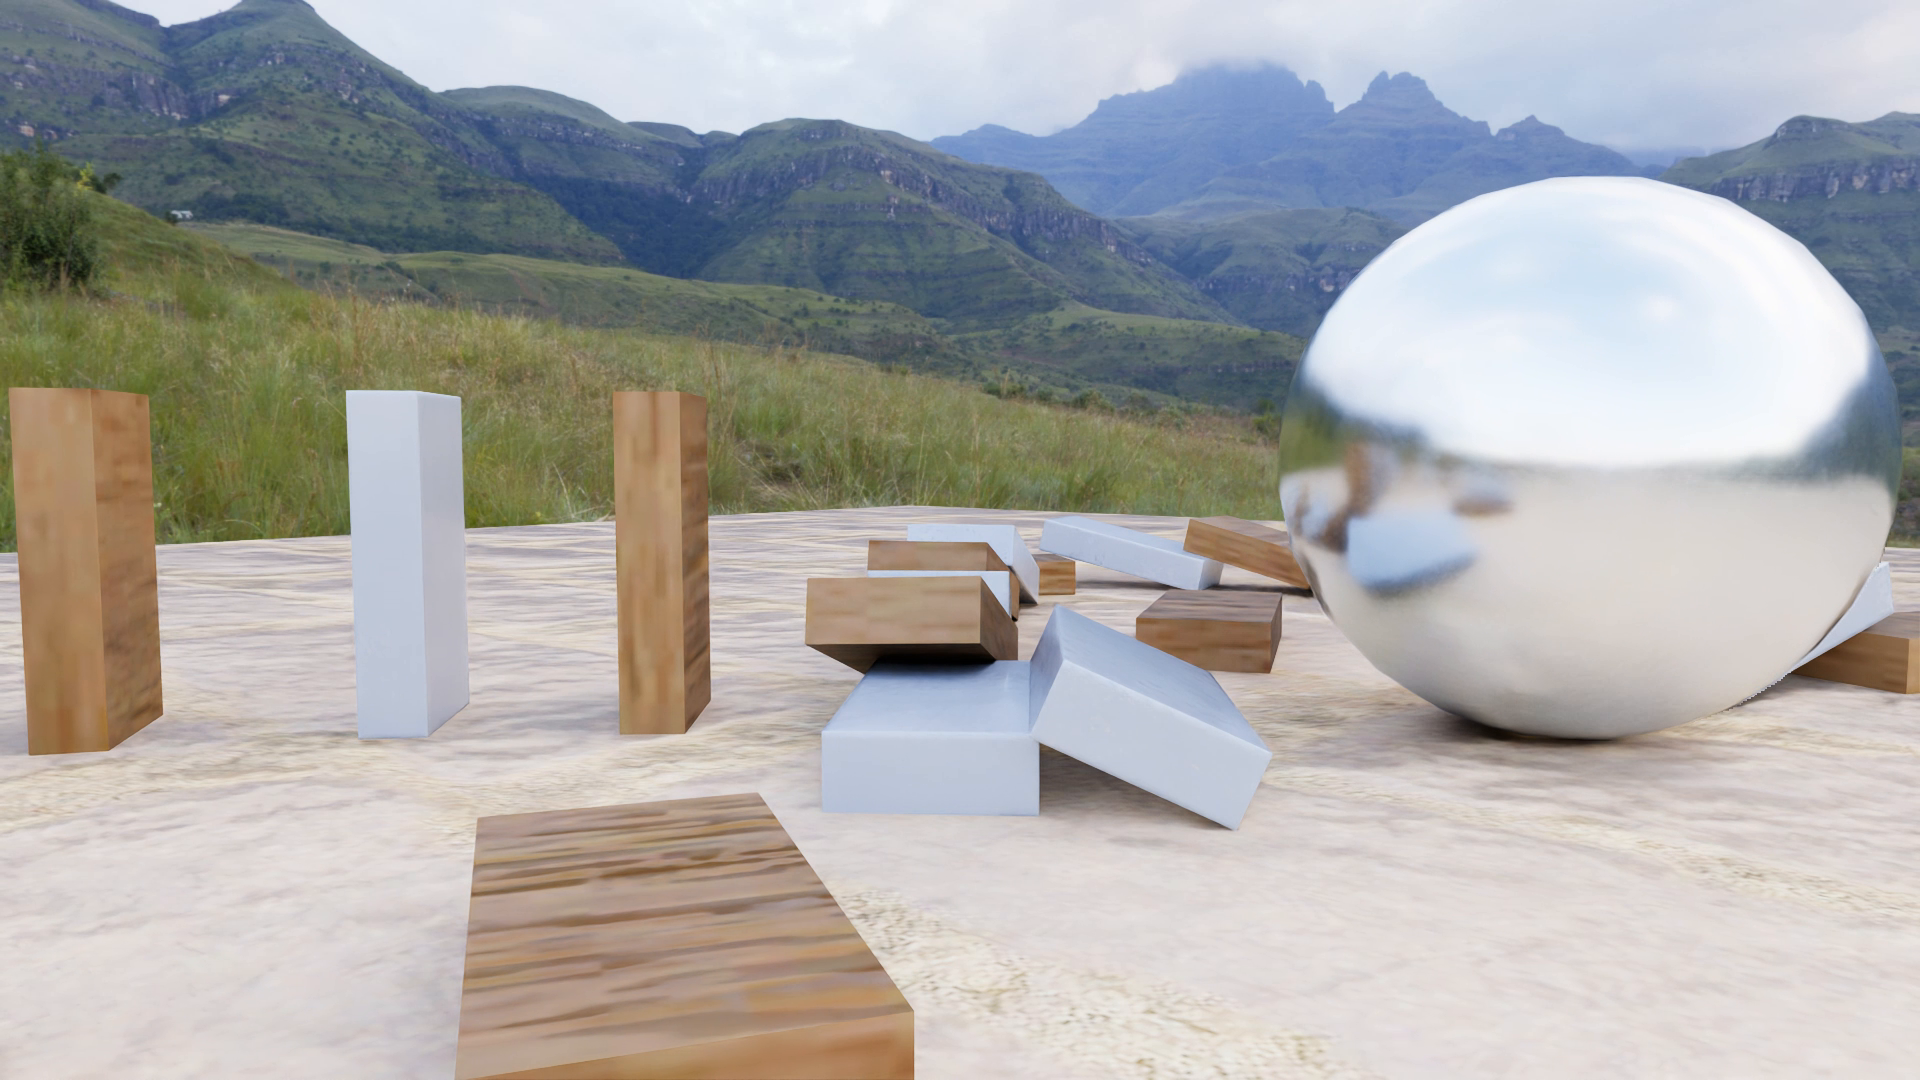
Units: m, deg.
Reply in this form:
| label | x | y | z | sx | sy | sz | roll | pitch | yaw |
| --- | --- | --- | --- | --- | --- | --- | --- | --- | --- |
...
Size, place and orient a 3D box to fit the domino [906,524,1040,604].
| label | x | y | z | sx | sy | sz | roll | pitch | yaw |
| --- | --- | --- | --- | --- | --- | --- | --- | --- | --- |
| domino | 0.004 | 0.007 | 0.320 | 0.025 | 0.009 | 0.050 | 1 | -13 | 11 |

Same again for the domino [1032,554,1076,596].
| label | x | y | z | sx | sy | sz | roll | pitch | yaw |
| --- | --- | --- | --- | --- | --- | --- | --- | --- | --- |
| domino | 0.006 | 0.010 | 0.369 | 0.050 | 0.010 | 0.025 | -1 | 4 | -10 |

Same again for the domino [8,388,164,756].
| label | x | y | z | sx | sy | sz | roll | pitch | yaw |
| --- | --- | --- | --- | --- | --- | --- | --- | --- | --- |
| domino | -0.126 | 0.004 | 0.187 | 0.009 | 0.050 | 0.025 | -1 | 4 | -17 |

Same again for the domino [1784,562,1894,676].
| label | x | y | z | sx | sy | sz | roll | pitch | yaw |
| --- | --- | --- | --- | --- | --- | --- | --- | --- | --- |
| domino | 0.140 | 0.015 | 0.229 | 0.050 | 0.009 | 0.025 | -17 | 10 | -28 |

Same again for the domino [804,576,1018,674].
| label | x | y | z | sx | sy | sz | roll | pitch | yaw |
| --- | --- | --- | --- | --- | --- | --- | --- | --- | --- |
| domino | -0.006 | 0.015 | 0.205 | 0.025 | 0.009 | 0.050 | -1 | -12 | 9 |

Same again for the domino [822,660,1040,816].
| label | x | y | z | sx | sy | sz | roll | pitch | yaw |
| --- | --- | --- | --- | --- | --- | --- | --- | --- | --- |
| domino | -0.002 | 0.025 | 0.172 | 0.025 | 0.009 | 0.050 | 0 | 4 | 4 |

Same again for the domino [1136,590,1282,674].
| label | x | y | z | sx | sy | sz | roll | pitch | yaw |
| --- | --- | --- | --- | --- | --- | --- | --- | --- | --- |
| domino | 0.053 | 0.018 | 0.265 | 0.025 | 0.009 | 0.050 | 1 | 4 | 16 |

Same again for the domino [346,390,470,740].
| label | x | y | z | sx | sy | sz | roll | pitch | yaw |
| --- | --- | --- | --- | --- | --- | --- | --- | --- | --- |
| domino | -0.084 | 0.003 | 0.196 | 0.010 | 0.050 | 0.025 | -1 | 4 | -8 |

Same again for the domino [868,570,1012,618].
| label | x | y | z | sx | sy | sz | roll | pitch | yaw |
| --- | --- | --- | --- | --- | --- | --- | --- | --- | --- |
| domino | -0.003 | 0.014 | 0.251 | 0.025 | 0.009 | 0.050 | 0 | -8 | 3 |

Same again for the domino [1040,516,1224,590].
| label | x | y | z | sx | sy | sz | roll | pitch | yaw |
| --- | --- | --- | --- | --- | --- | --- | --- | --- | --- |
| domino | 0.052 | 0.004 | 0.388 | 0.050 | 0.010 | 0.025 | 15 | 11 | 24 |

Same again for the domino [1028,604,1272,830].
| label | x | y | z | sx | sy | sz | roll | pitch | yaw |
| --- | --- | --- | --- | --- | --- | --- | --- | --- | --- |
| domino | 0.022 | 0.021 | 0.166 | 0.025 | 0.009 | 0.050 | 24 | 5 | 1 |

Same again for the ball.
| label | x | y | z | sx | sy | sz | roll | pitch | yaw |
| --- | --- | --- | --- | --- | --- | --- | --- | --- | --- |
| ball | 0.087 | -0.011 | 0.186 | 0.080 | 0.080 | 0.080 | 0 | 4 | 0 |

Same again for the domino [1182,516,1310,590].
| label | x | y | z | sx | sy | sz | roll | pitch | yaw |
| --- | --- | --- | --- | --- | --- | --- | --- | --- | --- |
| domino | 0.093 | 0.004 | 0.372 | 0.050 | 0.009 | 0.025 | 19 | 15 | 35 |

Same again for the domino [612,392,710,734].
| label | x | y | z | sx | sy | sz | roll | pitch | yaw |
| --- | --- | --- | --- | --- | --- | --- | --- | --- | --- |
| domino | -0.046 | 0.003 | 0.199 | 0.009 | 0.050 | 0.025 | 0 | 4 | -2 |

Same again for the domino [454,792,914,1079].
| label | x | y | z | sx | sy | sz | roll | pitch | yaw |
| --- | --- | --- | --- | --- | --- | --- | --- | --- | --- |
| domino | -0.023 | 0.031 | 0.095 | 0.025 | 0.009 | 0.050 | -1 | 5 | -19 |

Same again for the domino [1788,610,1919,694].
| label | x | y | z | sx | sy | sz | roll | pitch | yaw |
| --- | --- | --- | --- | --- | --- | --- | --- | --- | --- |
| domino | 0.180 | 0.020 | 0.238 | 0.050 | 0.009 | 0.025 | -1 | 5 | -19 |

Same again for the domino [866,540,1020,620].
| label | x | y | z | sx | sy | sz | roll | pitch | yaw |
| --- | --- | --- | --- | --- | --- | --- | --- | --- | --- |
| domino | -0.002 | 0.010 | 0.288 | 0.025 | 0.009 | 0.050 | 1 | -11 | 11 |
